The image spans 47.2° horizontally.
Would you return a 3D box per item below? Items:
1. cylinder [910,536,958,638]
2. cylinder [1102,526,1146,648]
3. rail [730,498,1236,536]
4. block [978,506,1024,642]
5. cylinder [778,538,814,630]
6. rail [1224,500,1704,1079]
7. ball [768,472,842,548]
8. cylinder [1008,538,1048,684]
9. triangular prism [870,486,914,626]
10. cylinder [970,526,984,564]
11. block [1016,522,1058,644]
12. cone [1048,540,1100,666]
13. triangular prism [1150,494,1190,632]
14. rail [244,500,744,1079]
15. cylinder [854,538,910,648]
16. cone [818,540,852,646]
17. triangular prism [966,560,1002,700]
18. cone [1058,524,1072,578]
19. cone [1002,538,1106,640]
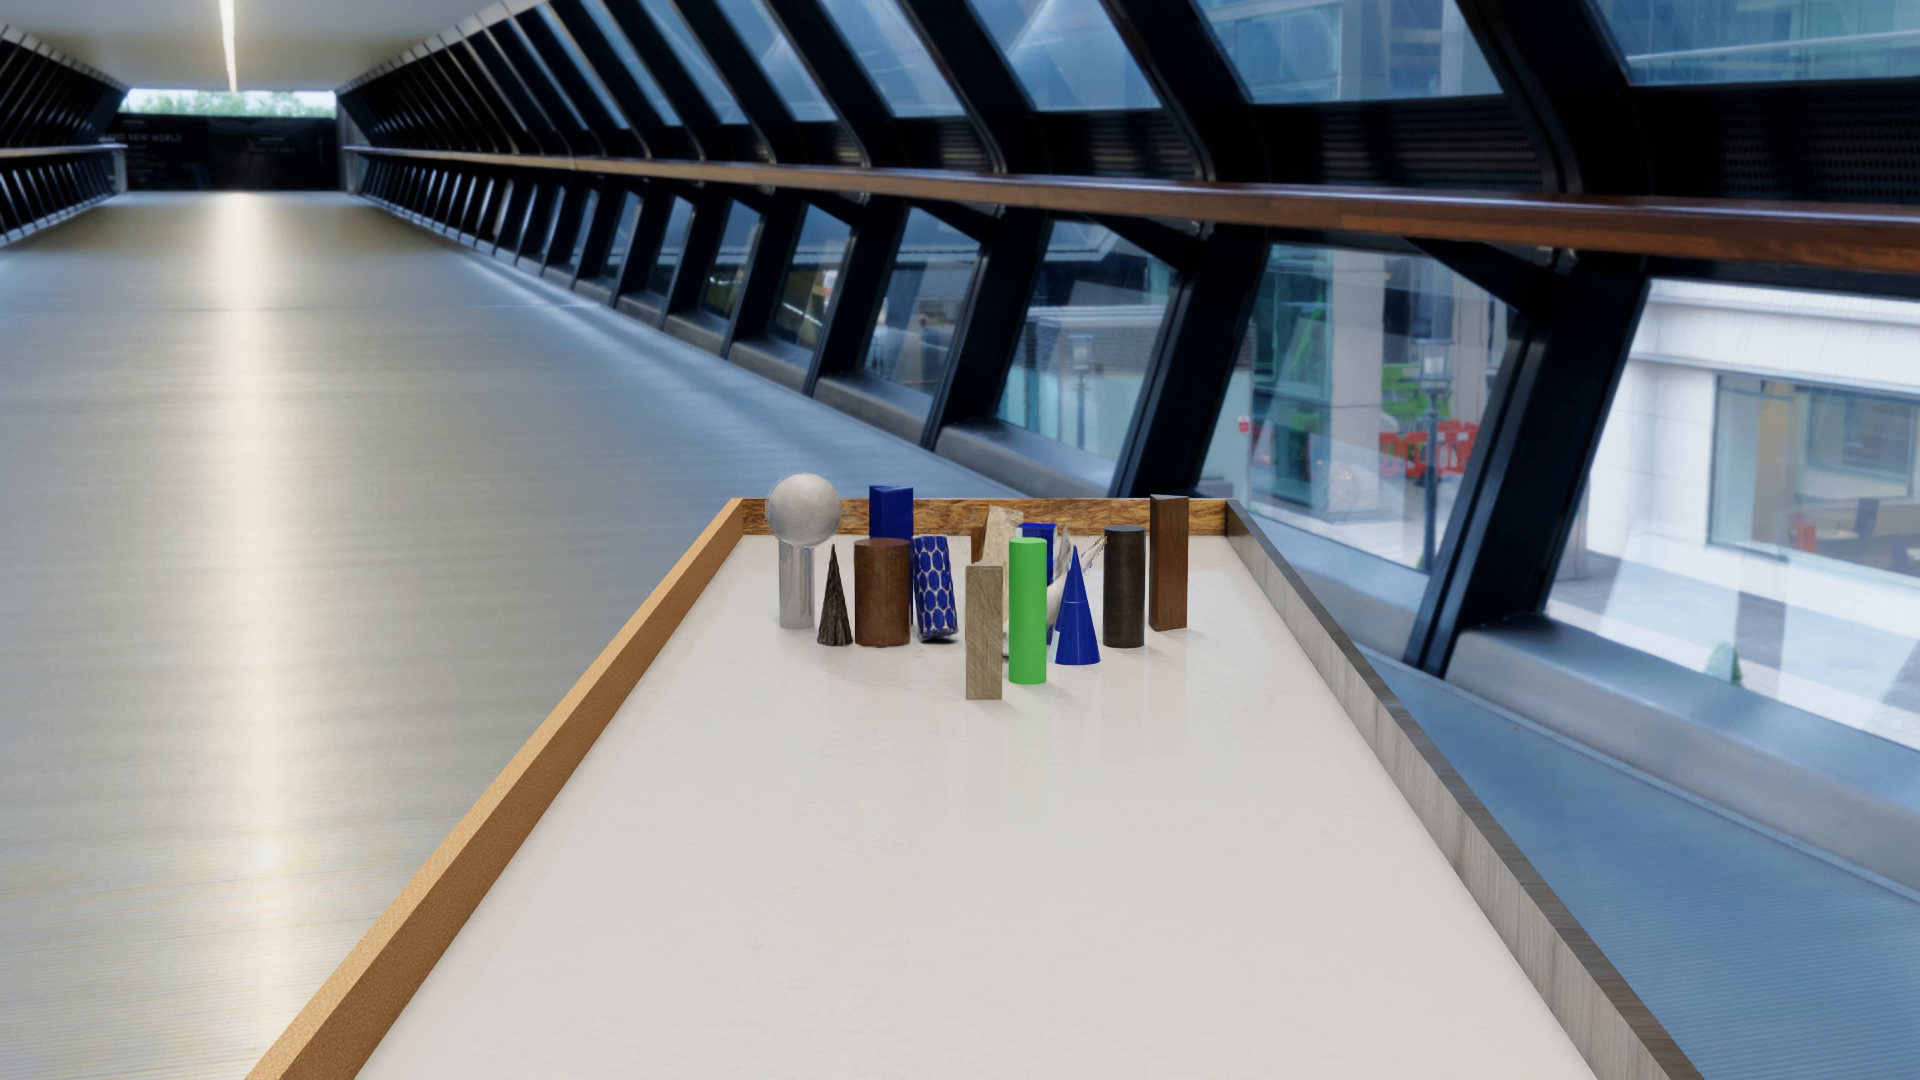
[{"bbox_3d":[-0.085,0.150,7.009,0.126,0.305,0.126,-7,-15,-2],"label":"cylinder"},{"bbox_3d":[0.515,0.146,6.907,0.133,0.370,0.133,0,9,0],"label":"cylinder"},{"bbox_3d":[0.099,-0.098,9.147,2.100,0.150,0.050,0,9,1],"label":"rail"},{"bbox_3d":[0.115,0.108,7.007,0.112,0.436,0.112,11,-33,-4],"label":"block"},{"bbox_3d":[-0.535,0.130,7.205,0.117,0.309,0.117,0,9,0],"label":"cylinder"},{"bbox_3d":[1.046,0.843,3.208,0.050,0.150,12.000,0,9,1],"label":"rail"},{"bbox_3d":[-0.486,-0.092,6.895,0.236,0.236,0.236,0,9,0],"label":"ball"},{"bbox_3d":[0.197,0.205,6.389,0.110,0.414,0.110,0,9,0],"label":"cylinder"},{"bbox_3d":[-0.249,0.054,7.206,0.126,0.458,0.146,9,13,44],"label":"triangular prism"},{"bbox_3d":[0.099,0.115,7.237,0.126,0.316,0.126,-1,3,0],"label":"cylinder"},{"bbox_3d":[0.243,0.138,6.961,0.118,0.368,0.118,2,9,9],"label":"block"},{"bbox_3d":[0.348,0.184,6.676,0.164,0.368,0.164,0,9,0],"label":"cone"},{"bbox_3d":[0.657,0.071,7.181,0.132,0.432,0.115,-6,11,-35],"label":"triangular prism"},{"bbox_3d":[-1.004,0.839,3.234,0.050,0.150,12.000,0,9,1],"label":"rail"},{"bbox_3d":[-0.245,0.164,6.952,0.177,0.319,0.177,0,9,0],"label":"cylinder"},{"bbox_3d":[-0.397,0.161,6.940,0.113,0.328,0.113,-1,8,0],"label":"cone"},{"bbox_3d":[0.066,0.253,6.192,0.100,0.381,0.086,0,9,-2],"label":"triangular prism"},{"bbox_3d":[0.345,0.108,7.208,0.141,0.351,0.141,0,9,0],"label":"cone"},{"bbox_3d":[0.312,0.152,6.756,0.131,0.441,0.131,40,-9,7],"label":"cone"}]
